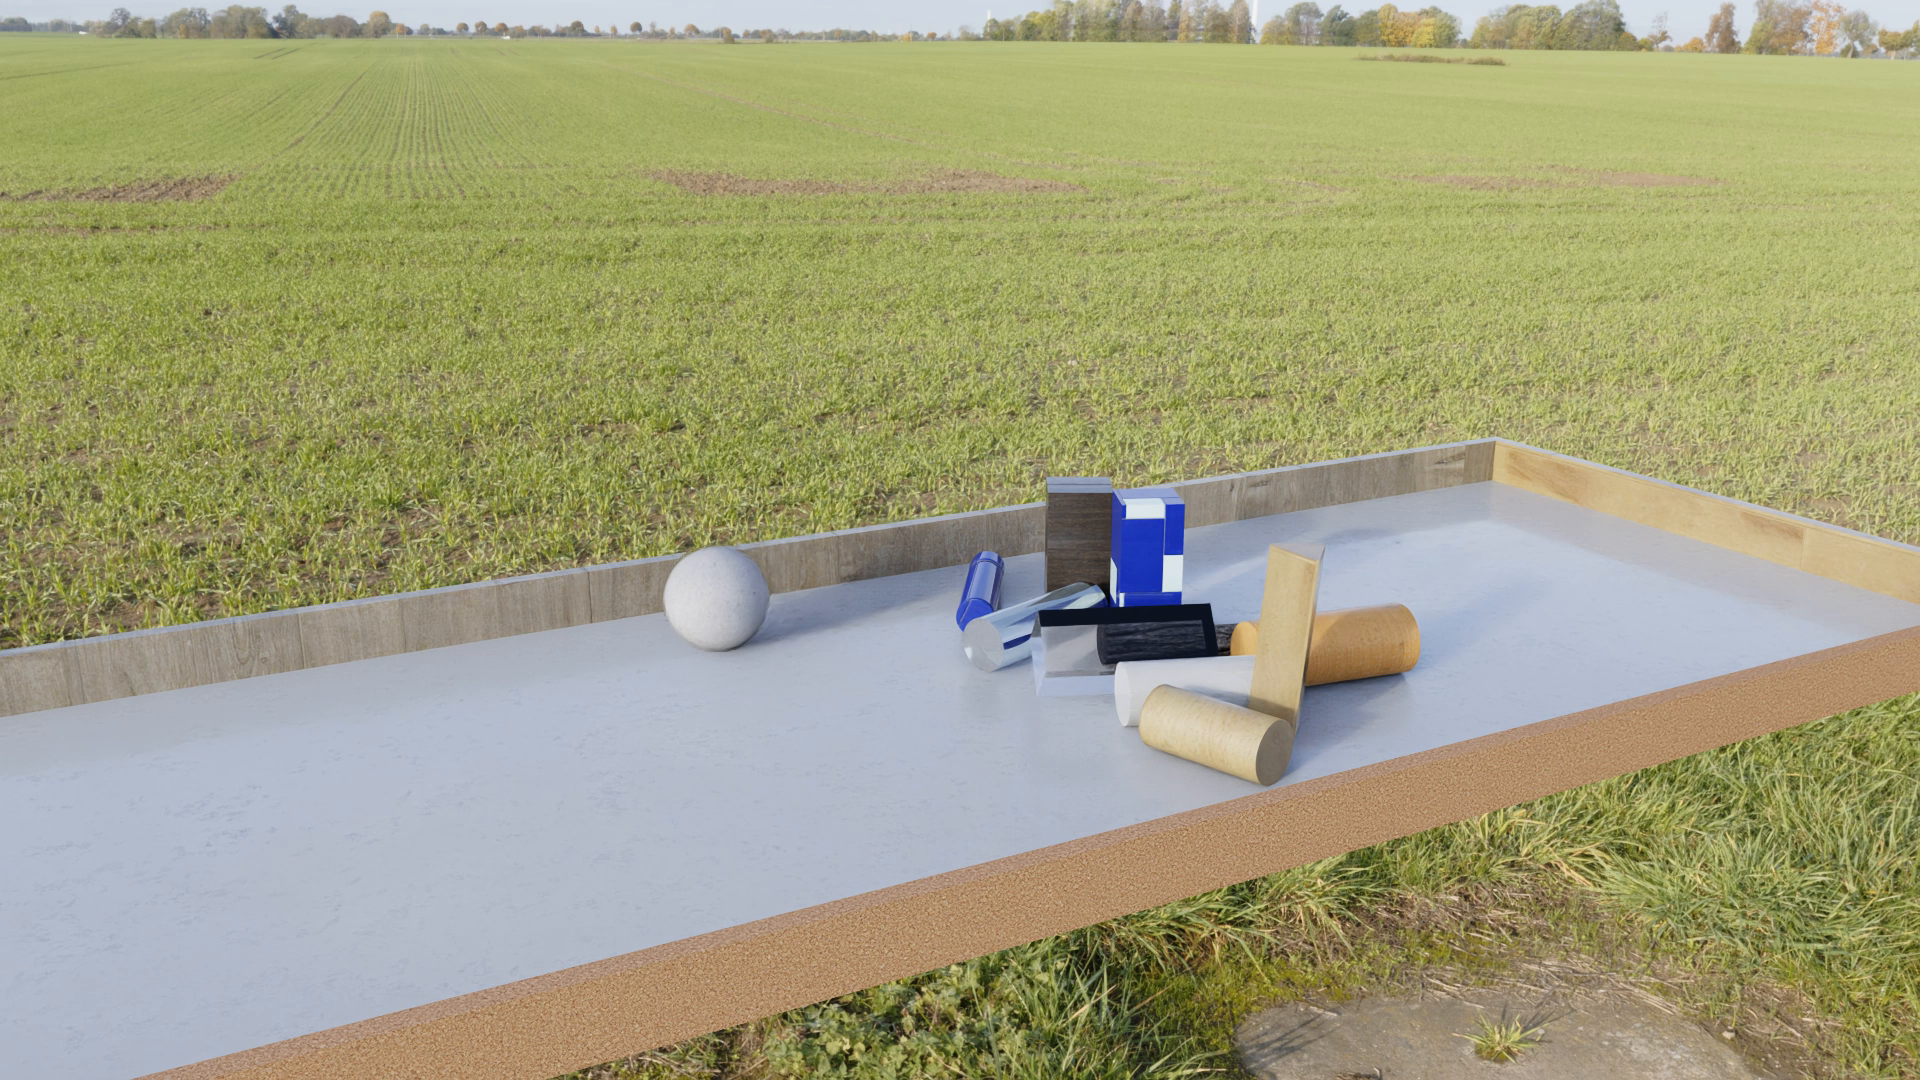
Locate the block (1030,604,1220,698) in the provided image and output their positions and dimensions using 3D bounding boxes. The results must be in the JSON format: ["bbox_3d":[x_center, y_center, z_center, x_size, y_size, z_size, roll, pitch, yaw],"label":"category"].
[{"bbox_3d":[0.400,0.270,4.032,0.425,0.161,0.161,-2,-27,-7],"label":"block"}]

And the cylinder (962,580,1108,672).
[{"bbox_3d":[0.205,0.223,4.346,0.141,0.141,0.426,15,22,41],"label":"cylinder"}]

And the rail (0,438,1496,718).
[{"bbox_3d":[-3.305,0.497,3.399,12.000,0.150,0.050,-9,18,-27],"label":"rail"}]

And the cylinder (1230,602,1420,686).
[{"bbox_3d":[0.914,0.268,4.126,0.436,0.179,0.179,-6,17,-19],"label":"cylinder"}]

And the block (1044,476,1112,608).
[{"bbox_3d":[0.332,0.020,4.641,0.179,0.364,0.179,0,16,1],"label":"block"}]

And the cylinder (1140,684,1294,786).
[{"bbox_3d":[0.563,0.427,3.638,0.307,0.148,0.148,15,22,41],"label":"cylinder"}]

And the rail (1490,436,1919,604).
[{"bbox_3d":[2.466,-0.048,5.253,0.050,0.150,2.100,-9,18,-27],"label":"rail"}]

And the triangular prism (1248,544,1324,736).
[{"bbox_3d":[0.767,0.231,3.763,0.114,0.450,0.131,-12,24,-41],"label":"triangular prism"}]

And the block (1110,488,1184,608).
[{"bbox_3d":[0.492,0.081,4.361,0.162,0.405,0.162,-1,16,-3],"label":"block"}]

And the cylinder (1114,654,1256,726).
[{"bbox_3d":[0.562,0.353,3.887,0.368,0.151,0.151,-2,17,-8],"label":"cylinder"}]

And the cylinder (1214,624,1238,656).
[{"bbox_3d":[0.541,0.277,4.218,0.387,0.109,0.109,-3,17,-9],"label":"cylinder"}]

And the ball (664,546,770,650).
[{"bbox_3d":[-0.641,0.153,4.347,0.275,0.275,0.275,0,16,0],"label":"ball"}]

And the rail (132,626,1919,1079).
[{"bbox_3d":[-2.336,1.006,1.665,12.000,0.150,0.050,-9,18,-27],"label":"rail"}]

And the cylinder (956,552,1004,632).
[{"bbox_3d":[0.061,0.146,4.672,0.104,0.104,0.456,1,16,5],"label":"cylinder"}]
